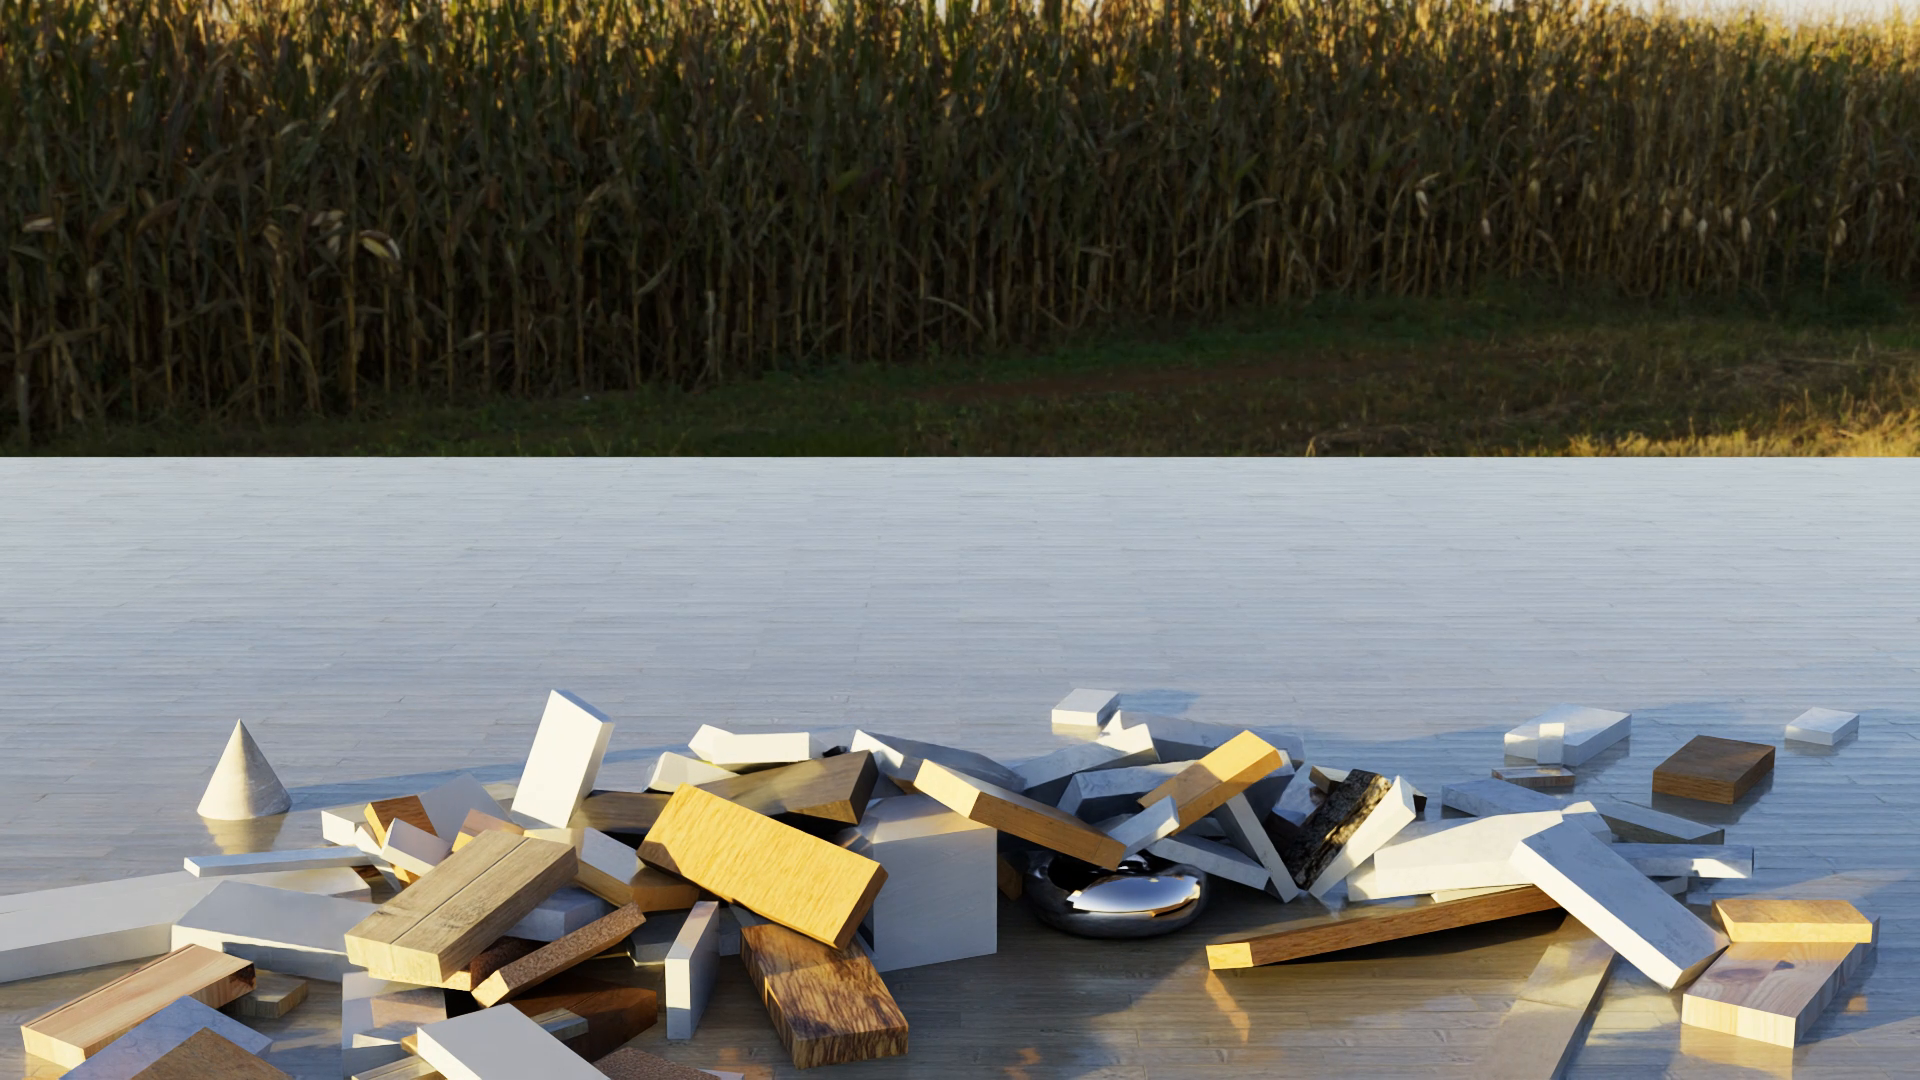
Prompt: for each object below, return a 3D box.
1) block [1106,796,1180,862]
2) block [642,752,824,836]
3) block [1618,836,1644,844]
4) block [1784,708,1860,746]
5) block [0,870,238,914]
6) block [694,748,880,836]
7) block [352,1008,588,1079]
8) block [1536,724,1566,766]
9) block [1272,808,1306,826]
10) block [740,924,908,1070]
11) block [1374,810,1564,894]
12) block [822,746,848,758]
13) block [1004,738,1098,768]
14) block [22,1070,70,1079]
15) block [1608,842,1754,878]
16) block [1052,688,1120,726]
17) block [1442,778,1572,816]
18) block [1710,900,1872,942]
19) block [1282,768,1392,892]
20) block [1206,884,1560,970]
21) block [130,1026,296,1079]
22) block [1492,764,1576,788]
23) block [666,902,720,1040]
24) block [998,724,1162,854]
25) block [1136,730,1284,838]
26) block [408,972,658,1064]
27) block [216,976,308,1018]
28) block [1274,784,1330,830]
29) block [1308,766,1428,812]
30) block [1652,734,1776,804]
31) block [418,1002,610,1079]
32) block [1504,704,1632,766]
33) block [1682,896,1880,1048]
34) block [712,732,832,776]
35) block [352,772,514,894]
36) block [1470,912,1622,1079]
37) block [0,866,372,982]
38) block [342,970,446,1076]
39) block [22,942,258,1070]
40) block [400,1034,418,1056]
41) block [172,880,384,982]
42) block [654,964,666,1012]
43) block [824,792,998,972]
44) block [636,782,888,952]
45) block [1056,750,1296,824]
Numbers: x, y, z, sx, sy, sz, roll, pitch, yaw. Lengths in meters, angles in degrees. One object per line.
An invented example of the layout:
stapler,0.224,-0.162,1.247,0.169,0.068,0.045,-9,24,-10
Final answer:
block,0.291,0.463,3.508,0.127,0.018,0.063,-34,25,17
block,-0.355,0.452,3.750,0.354,0.050,0.177,20,-19,-12
block,1.256,0.533,3.919,0.071,0.020,0.141,-9,14,-39
block,1.826,0.393,4.654,0.095,0.027,0.191,8,13,37
block,-1.309,0.579,3.663,0.800,0.024,0.086,-5,12,-26
block,-0.306,0.421,3.469,0.334,0.047,0.167,-13,19,15
block,-0.641,0.676,2.897,0.320,0.017,0.062,-10,15,-44
block,1.187,0.411,4.412,0.048,0.014,0.095,-5,48,27
block,0.557,0.496,3.943,0.113,0.016,0.056,6,12,30
block,-0.198,0.640,3.138,0.158,0.045,0.316,-4,20,-19
block,0.834,0.510,3.594,0.308,0.044,0.154,-6,20,10
block,-0.147,0.464,3.667,0.034,0.242,0.119,-29,-23,19
block,0.185,0.453,4.100,0.516,0.050,0.177,-13,17,-29
block,-1.135,0.721,2.894,0.180,0.026,0.090,-5,12,-25
block,1.100,0.539,3.721,0.456,0.029,0.104,-2,5,22
block,0.277,0.364,4.807,0.099,0.028,0.197,4,11,18
block,1.016,0.489,4.070,0.123,0.035,0.247,-5,8,-23
block,1.276,0.585,3.379,0.208,0.029,0.104,0,11,1
block,0.621,0.484,3.684,0.031,0.228,0.110,43,-10,-9
block,0.719,0.594,3.437,0.704,0.035,0.123,-5,-10,-25
block,-0.968,0.712,2.744,0.141,0.040,0.282,28,15,7
block,1.121,0.463,4.300,0.141,0.020,0.071,-2,11,-9
block,-0.386,0.620,3.186,0.033,0.117,0.235,1,11,4
block,0.177,0.431,3.761,0.346,0.173,0.049,-19,51,5
block,0.406,0.395,3.582,0.220,0.031,0.110,-31,19,-10
block,-0.582,0.687,3.019,0.167,0.047,0.341,5,12,26
block,-1.051,0.663,3.211,0.171,0.024,0.086,3,11,13
block,0.600,0.501,4.054,0.123,0.035,0.246,5,12,25
block,0.767,0.467,4.137,0.197,0.028,0.099,11,8,-13
block,1.481,0.448,4.314,0.152,0.043,0.304,7,13,33
block,-0.547,0.678,2.776,0.131,0.037,0.342,-8,17,-39
block,1.264,0.402,4.563,0.152,0.043,0.305,8,13,36
block,1.236,0.638,3.291,0.154,0.044,0.501,7,13,34
block,-0.306,0.365,3.692,0.158,0.045,0.316,-2,-11,5
block,-0.897,0.500,3.764,0.131,0.037,0.263,46,33,11
block,0.706,0.727,2.858,0.095,0.027,1.523,5,12,25
block,-1.647,0.642,3.255,1.511,0.049,0.172,-6,12,-30
block,-0.798,0.675,3.105,0.140,0.040,0.280,-3,11,-15
block,-1.155,0.658,3.105,0.141,0.040,0.282,7,19,33
block,-0.694,0.669,2.949,0.097,0.014,0.049,-10,14,-43
block,-0.995,0.599,3.346,0.344,0.049,0.172,8,15,6
block,-0.424,0.659,3.259,0.049,0.014,0.178,1,11,3
block,-0.078,0.529,3.436,0.205,0.205,0.205,-5,12,-24
block,-0.302,0.488,3.307,0.392,0.135,0.038,17,-26,33
block,0.359,0.445,3.754,0.396,0.173,0.049,-4,54,-21
